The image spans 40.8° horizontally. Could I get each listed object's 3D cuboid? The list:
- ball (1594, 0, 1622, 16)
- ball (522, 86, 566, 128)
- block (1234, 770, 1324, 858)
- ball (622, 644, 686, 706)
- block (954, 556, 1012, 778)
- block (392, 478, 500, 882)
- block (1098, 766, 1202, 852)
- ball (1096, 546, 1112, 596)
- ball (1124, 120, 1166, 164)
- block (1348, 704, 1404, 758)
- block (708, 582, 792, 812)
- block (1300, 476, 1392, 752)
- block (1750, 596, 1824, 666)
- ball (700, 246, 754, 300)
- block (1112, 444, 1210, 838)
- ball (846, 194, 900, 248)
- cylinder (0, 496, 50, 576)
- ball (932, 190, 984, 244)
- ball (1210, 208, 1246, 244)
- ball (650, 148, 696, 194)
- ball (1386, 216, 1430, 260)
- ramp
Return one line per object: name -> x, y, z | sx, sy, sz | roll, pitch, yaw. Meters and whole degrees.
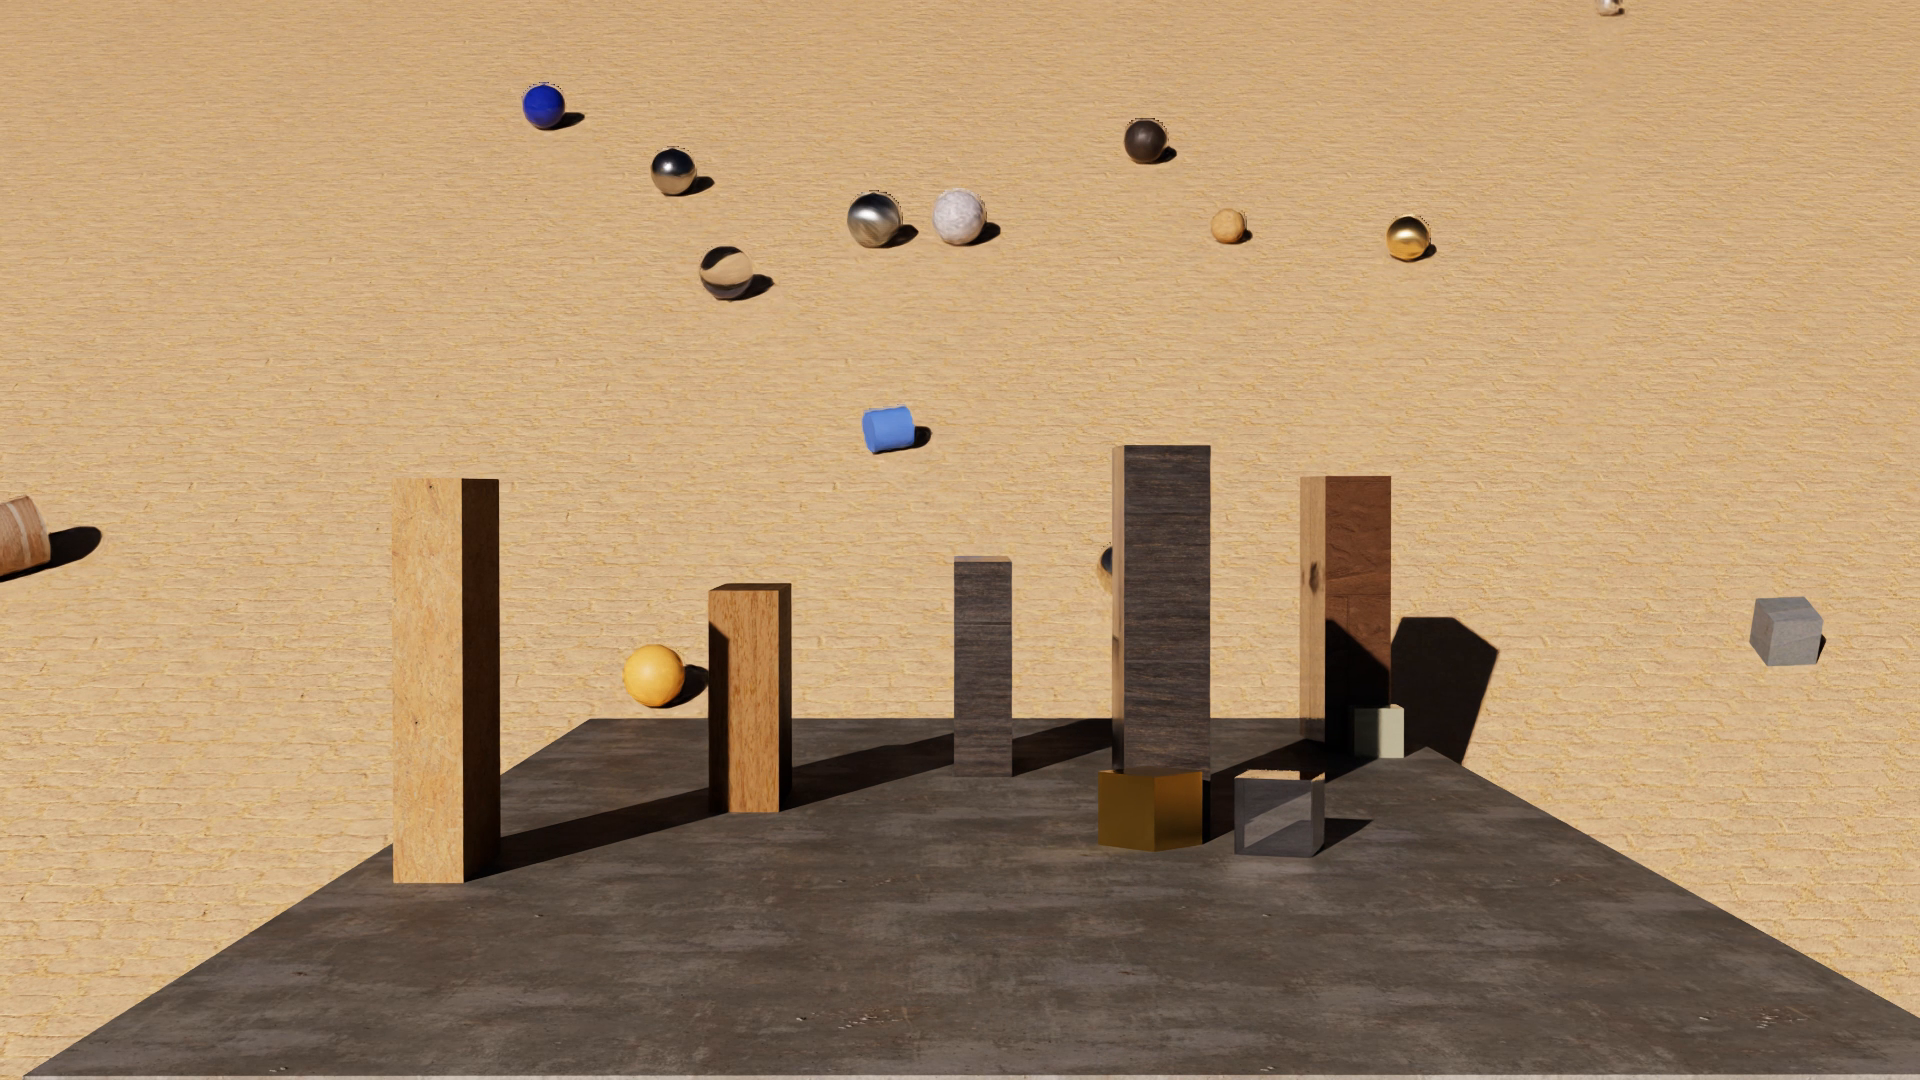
ball -> 3.239, -2.689, 12.898 | 0.137, 0.137, 0.137 | 0, 27, 0
ball -> -1.811, -1.887, 11.241 | 0.187, 0.187, 0.187 | 0, 27, 0
block -> 0.517, 0.441, 4.167 | 0.124, 0.124, 0.124 | 0, 1, 18
ball -> -0.805, 0.356, 6.792 | 0.164, 0.164, 0.164 | 0, 27, 0
block -> 0.046, 0.258, 5.453 | 0.118, 0.437, 0.438 | 0, 1, 0
block -> -0.791, 0.206, 3.991 | 0.104, 0.602, 0.316 | 0, 1, 0
block -> 0.313, 0.441, 4.243 | 0.121, 0.121, 0.121 | 1, 2, 45
ball -> 0.469, 0.086, 7.332 | 0.163, 0.163, 0.163 | 0, 27, 0
ball -> 0.775, -1.670, 10.816 | 0.181, 0.181, 0.181 | 0, 27, 0
block -> 0.911, 0.419, 5.660 | 0.107, 0.107, 0.107 | 0, 1, 1
block -> -0.392, 0.288, 4.857 | 0.127, 0.401, 0.374 | 0, 1, 0
block -> 0.880, 0.160, 5.919 | 0.146, 0.613, 0.420 | 0, 1, 0
block -> 2.252, 0.249, 7.036 | 0.137, 0.137, 0.137 | -2, 27, -4
ball -> -0.853, -0.976, 9.416 | 0.195, 0.195, 0.195 | 0, 27, 0
block -> 0.347, 0.167, 4.489 | 0.145, 0.659, 0.332 | 0, 1, 0
ball -> -0.332, -1.228, 9.905 | 0.206, 0.206, 0.206 | 0, 27, 0
cylinder -> -2.769, -0.001, 7.461 | 0.203, 0.203, 0.203 | -19, 33, -34
ball -> -0.007, -1.240, 9.930 | 0.205, 0.205, 0.205 | 0, 27, 0
ball -> 1.033, -1.210, 9.948 | 0.134, 0.134, 0.134 | 0, 27, 0
ball -> -1.163, -1.492, 10.457 | 0.184, 0.184, 0.184 | 0, 27, 0
ball -> 1.696, -1.143, 9.784 | 0.164, 0.164, 0.164 | 0, 27, 0
ramp -> 0.060, 0.544, 4.581 | 2.000, 0.100, 4.000 | 0, 1, 0
